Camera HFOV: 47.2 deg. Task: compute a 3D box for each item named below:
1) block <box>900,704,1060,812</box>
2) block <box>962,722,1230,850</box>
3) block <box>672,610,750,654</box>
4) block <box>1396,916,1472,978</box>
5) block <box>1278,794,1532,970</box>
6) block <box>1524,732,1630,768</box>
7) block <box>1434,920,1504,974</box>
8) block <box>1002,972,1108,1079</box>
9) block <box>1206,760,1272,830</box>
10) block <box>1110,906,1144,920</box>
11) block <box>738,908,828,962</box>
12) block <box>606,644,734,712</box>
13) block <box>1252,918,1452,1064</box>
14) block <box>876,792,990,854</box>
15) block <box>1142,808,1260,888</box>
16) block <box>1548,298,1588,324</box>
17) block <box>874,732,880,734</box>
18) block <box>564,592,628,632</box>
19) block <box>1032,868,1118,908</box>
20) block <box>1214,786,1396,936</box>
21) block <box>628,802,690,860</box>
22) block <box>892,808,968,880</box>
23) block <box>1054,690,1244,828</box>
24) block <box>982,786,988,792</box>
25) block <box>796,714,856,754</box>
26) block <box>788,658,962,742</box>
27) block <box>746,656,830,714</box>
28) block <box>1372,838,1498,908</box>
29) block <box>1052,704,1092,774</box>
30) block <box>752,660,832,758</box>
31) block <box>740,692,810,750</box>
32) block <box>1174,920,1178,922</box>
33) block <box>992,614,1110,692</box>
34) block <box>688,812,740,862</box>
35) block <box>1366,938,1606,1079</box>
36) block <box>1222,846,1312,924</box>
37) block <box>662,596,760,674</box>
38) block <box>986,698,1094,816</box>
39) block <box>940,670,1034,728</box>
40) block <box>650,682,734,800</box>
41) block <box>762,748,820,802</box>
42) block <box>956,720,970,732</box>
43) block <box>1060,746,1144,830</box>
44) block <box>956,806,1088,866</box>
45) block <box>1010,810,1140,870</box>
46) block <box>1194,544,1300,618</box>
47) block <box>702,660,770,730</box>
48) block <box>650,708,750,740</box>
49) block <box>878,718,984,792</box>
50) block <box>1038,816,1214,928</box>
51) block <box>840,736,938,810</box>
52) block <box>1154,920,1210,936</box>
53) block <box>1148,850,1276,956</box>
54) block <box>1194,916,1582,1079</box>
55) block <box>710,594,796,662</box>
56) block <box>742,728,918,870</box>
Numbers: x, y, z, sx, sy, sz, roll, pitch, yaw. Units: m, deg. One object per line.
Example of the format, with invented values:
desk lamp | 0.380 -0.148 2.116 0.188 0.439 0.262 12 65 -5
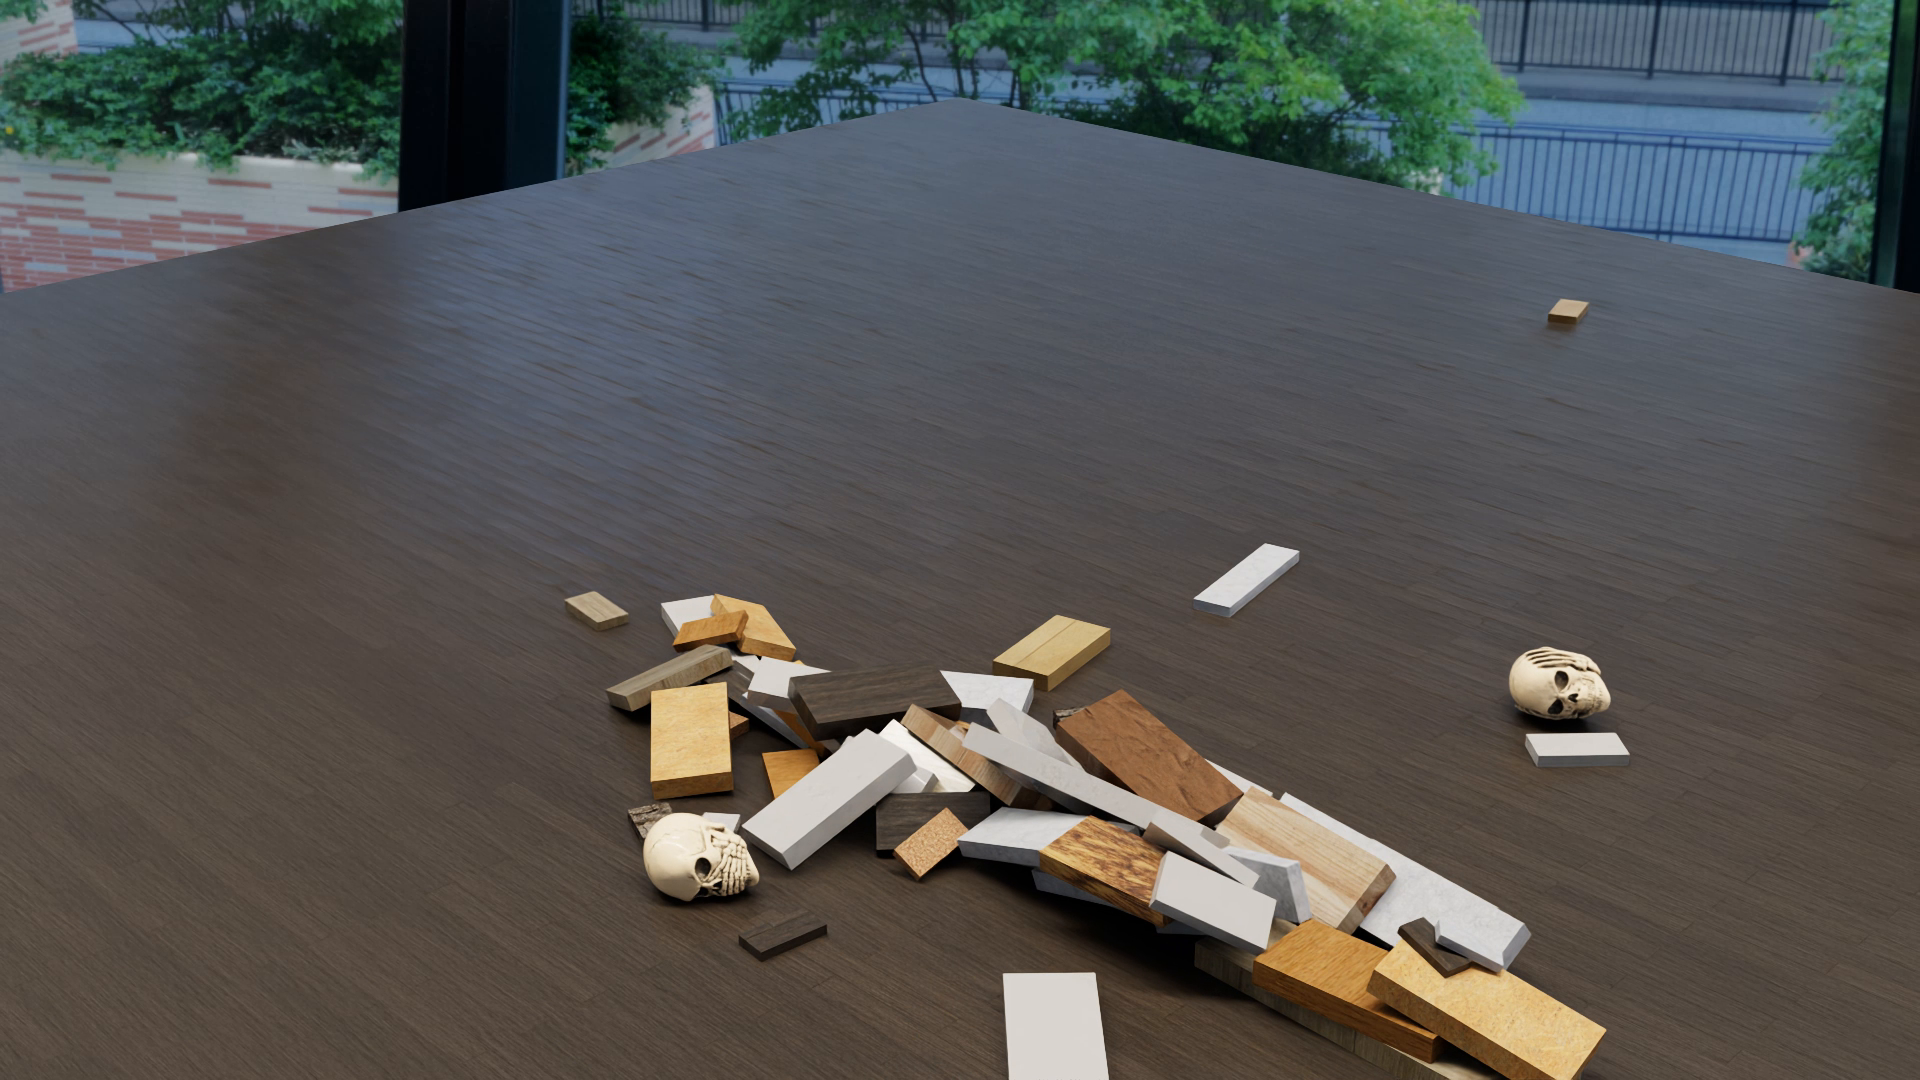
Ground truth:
block | 0.042 0.450 4.455 0.327 0.046 0.163 34 3 36
block | 0.258 0.482 4.207 0.512 0.050 0.178 22 -6 27
block | -0.575 0.211 5.080 0.166 0.024 0.083 -12 32 22
block | 0.796 0.684 3.692 0.059 0.017 0.117 -12 39 -34
block | 0.772 0.652 4.060 0.155 0.044 0.582 -50 42 -12
block | 1.311 0.446 4.674 0.194 0.027 0.097 -1 23 -2
block | 0.855 0.682 3.695 0.117 0.017 0.058 27 20 1
block | 0.159 0.844 3.714 0.162 0.046 0.324 0 23 -1
block | 0.451 0.498 4.405 0.310 0.044 0.155 26 43 22
block | 0.345 0.663 4.098 0.095 0.027 0.191 -24 20 -31
block | -0.324 0.723 4.030 0.146 0.021 0.073 -18 29 -35
block | -0.646 0.305 4.891 0.258 0.037 0.129 -25 14 -26
block | 0.697 0.767 3.763 0.350 0.050 0.175 19 29 37
block | -0.053 0.555 4.322 0.224 0.112 0.032 -1 -21 -2
block | 0.432 0.571 3.963 0.213 0.107 0.030 33 67 10
block | 2.097 -0.787 7.581 0.097 0.027 0.193 11 25 24
block | -0.119 0.458 4.556 0.090 0.025 0.179 -19 47 -39
block | -0.881 0.172 5.325 0.083 0.024 0.167 -17 28 -34
block | 0.280 0.623 4.108 0.144 0.041 0.289 -25 15 -33
block | 0.626 0.612 4.129 0.178 0.050 0.356 -49 41 -11
block | -0.599 0.577 4.370 0.083 0.024 0.167 -9 25 -21
block | -0.054 0.588 4.258 0.146 0.021 0.073 -35 73 -33
block | 0.374 0.451 4.377 0.178 0.050 0.355 -25 49 -32
block | -0.029 0.483 4.509 0.090 0.025 0.179 -11 42 -42
block | -0.211 0.420 4.633 0.128 0.036 0.257 -22 48 -41
block | -0.179 0.333 4.614 0.327 0.046 0.163 -6 35 -25
block | -0.312 0.324 4.670 0.256 0.036 0.128 12 31 3
block | 0.836 0.668 4.130 0.155 0.044 0.310 -17 28 -34
block | 0.312 0.429 4.603 0.146 0.041 0.292 -7 24 -16
block | -0.322 0.363 4.742 0.128 0.036 0.256 -17 45 -40
block | -0.368 0.379 4.763 0.201 0.028 0.100 32 36 26
block | 0.433 0.657 3.957 0.095 0.027 0.191 -26 21 -35
block | 0.214 0.260 5.094 0.146 0.041 0.292 14 27 29
block | -0.486 0.587 4.351 0.073 0.021 0.146 3 23 6
block | 0.868 0.777 3.633 0.350 0.050 0.175 29 35 25
block | 0.551 0.625 3.995 0.030 0.107 0.213 -18 9 -27
block | -0.571 0.249 5.127 0.129 0.037 0.487 -9 25 -20
block | 0.167 0.445 4.511 0.146 0.041 0.292 34 12 -33
block | -0.010 0.350 4.876 0.323 0.046 0.162 5 23 11
block | -0.569 0.422 4.654 0.163 0.046 0.351 -7 28 -4
block | -0.337 0.501 4.539 0.112 0.032 0.224 -5 23 -11
block | 0.026 0.435 4.617 0.179 0.090 0.025 16 23 33
block | 0.324 0.493 4.552 0.130 0.037 0.348 -14 27 -30
block | 0.127 0.565 4.186 0.130 0.037 0.260 -31 18 -36
block | 0.200 0.580 4.209 0.144 0.041 0.289 -25 15 -33
block | 0.719 0.098 5.494 0.097 0.027 0.406 14 27 29
block | -0.467 0.342 4.858 0.201 0.028 0.100 30 41 31
block | -0.568 0.392 4.800 0.201 0.028 0.100 17 28 35
block | -0.088 0.480 4.447 0.260 0.037 0.130 32 73 38
block | 0.299 0.596 3.970 0.289 0.041 0.144 20 37 40
block | -0.164 0.484 4.432 0.224 0.032 0.112 20 66 34
block | 0.455 0.689 4.011 0.095 0.027 0.191 -21 8 -40
block | 0.443 0.637 3.849 0.213 0.030 0.107 25 48 -4
block | 0.718 0.816 3.773 0.175 0.050 0.680 -20 30 -39
block | -0.488 0.206 5.165 0.129 0.037 0.258 15 15 -28
block | -0.256 0.508 4.331 0.323 0.046 0.162 -37 31 -21
